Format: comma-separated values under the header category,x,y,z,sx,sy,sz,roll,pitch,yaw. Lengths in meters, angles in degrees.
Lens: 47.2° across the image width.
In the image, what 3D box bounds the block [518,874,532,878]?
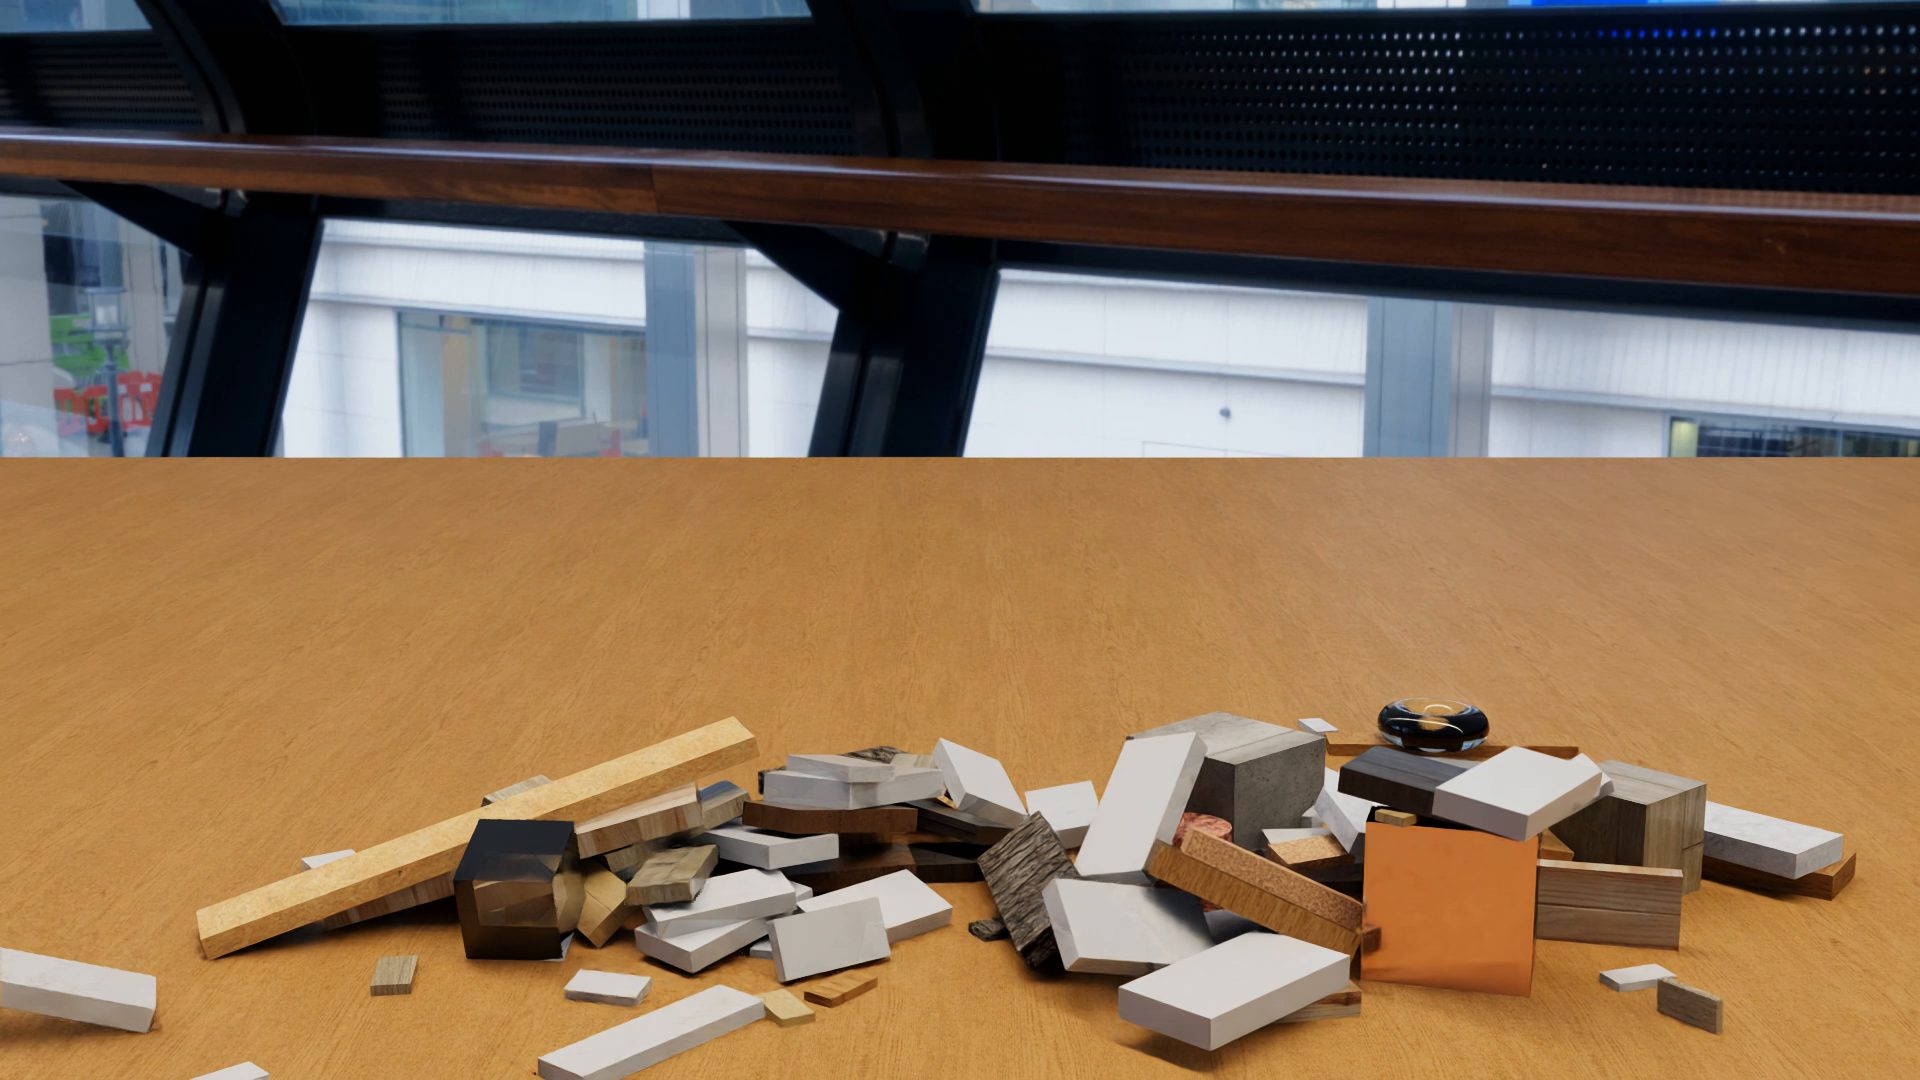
category,x,y,z,sx,sy,sz,roll,pitch,yaw
block,-0.813,0.547,3.692,0.177,0.025,0.089,-3,11,-14

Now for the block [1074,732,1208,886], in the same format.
category,x,y,z,sx,sy,sz,roll,pitch,yaw
block,0.291,0.439,3.558,0.143,0.041,0.286,-12,37,39

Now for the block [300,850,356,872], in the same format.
category,x,y,z,sx,sy,sz,roll,pitch,yaw
block,-1.043,0.567,3.724,0.089,0.025,0.177,-7,13,-34

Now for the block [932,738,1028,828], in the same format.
category,x,y,z,sx,sy,sz,roll,pitch,yaw
block,0.034,0.446,4.018,0.127,0.036,0.254,23,11,-17

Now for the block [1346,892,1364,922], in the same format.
category,x,y,z,sx,sy,sz,roll,pitch,yaw
block,0.723,0.592,3.578,0.211,0.030,0.105,1,11,6

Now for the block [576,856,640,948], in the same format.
category,x,y,z,sx,sy,sz,roll,pitch,yaw
block,-0.587,0.575,3.514,0.101,0.029,0.202,-46,28,-16

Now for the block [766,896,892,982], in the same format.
category,x,y,z,sx,sy,sz,roll,pitch,yaw
block,-0.198,0.604,3.332,0.184,0.092,0.026,-7,-11,-33

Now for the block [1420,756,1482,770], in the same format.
category,x,y,z,sx,sy,sz,roll,pitch,yaw
block,0.775,0.368,3.535,0.121,0.034,0.241,4,-4,-1

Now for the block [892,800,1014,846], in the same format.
category,x,y,z,sx,sy,sz,roll,pitch,yaw
block,-0.034,0.487,3.839,0.230,0.033,0.115,13,-1,35

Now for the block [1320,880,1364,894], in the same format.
category,x,y,z,sx,sy,sz,roll,pitch,yaw
block,0.684,0.547,3.654,0.211,0.030,0.105,-4,11,-22

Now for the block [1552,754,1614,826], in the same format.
category,x,y,z,sx,sy,sz,roll,pitch,yaw
block,0.976,0.424,3.621,0.177,0.025,0.089,-28,30,-4

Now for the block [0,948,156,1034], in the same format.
category,x,y,z,sx,sy,sz,roll,pitch,yaw
block,-1.275,0.633,3.113,0.257,0.036,0.128,16,4,-21

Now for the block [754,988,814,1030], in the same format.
category,x,y,z,sx,sy,sz,roll,pitch,yaw
block,-0.254,0.675,3.169,0.051,0.015,0.103,-6,12,-29

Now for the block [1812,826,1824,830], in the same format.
category,x,y,z,sx,sy,sz,roll,pitch,yaw
block,1.429,0.508,3.905,0.095,0.027,0.189,9,-2,-19

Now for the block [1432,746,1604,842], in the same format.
category,x,y,z,sx,sy,sz,roll,pitch,yaw
block,0.811,0.365,3.191,0.140,0.040,0.280,15,17,35

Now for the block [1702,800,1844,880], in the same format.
category,x,y,z,sx,sy,sz,roll,pitch,yaw
block,1.327,0.505,3.767,0.154,0.044,0.308,-9,14,-40

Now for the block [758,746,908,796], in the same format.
category,x,y,z,sx,sy,sz,roll,pitch,yaw
block,-0.220,0.459,4.255,0.304,0.043,0.152,-8,13,-37

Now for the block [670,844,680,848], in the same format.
category,x,y,z,sx,sy,sz,roll,pitch,yaw
block,-0.436,0.548,3.686,0.149,0.075,0.021,-2,3,-9

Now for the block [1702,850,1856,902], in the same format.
category,x,y,z,sx,sy,sz,roll,pitch,yaw
block,1.358,0.548,3.778,0.308,0.044,0.154,7,13,35

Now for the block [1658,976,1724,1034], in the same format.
category,x,y,z,sx,sy,sz,roll,pitch,yaw
block,1.041,0.663,3.135,0.014,0.050,0.101,-12,15,-33

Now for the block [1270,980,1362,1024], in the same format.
category,x,y,z,sx,sy,sz,roll,pitch,yaw
block,0.431,0.659,3.193,0.267,0.038,0.134,-2,11,-12

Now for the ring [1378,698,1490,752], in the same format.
category,x,y,z,sx,sy,sz,roll,pitch,yaw
ring,0.964,0.377,4.481,0.225,0.075,0.225,1,9,0

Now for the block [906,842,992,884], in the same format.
category,x,y,z,sx,sy,sz,roll,pitch,yaw
block,-0.054,0.554,3.773,0.230,0.033,0.115,-1,11,-6

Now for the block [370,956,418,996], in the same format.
category,x,y,z,sx,sy,sz,roll,pitch,yaw
block,-0.846,0.652,3.292,0.058,0.016,0.115,-1,11,-8

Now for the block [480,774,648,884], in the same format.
category,x,y,z,sx,sy,sz,roll,pitch,yaw
block,-0.653,0.505,3.726,0.298,0.042,0.149,28,22,22

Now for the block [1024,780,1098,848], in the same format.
category,x,y,z,sx,sy,sz,roll,pitch,yaw
block,0.191,0.501,3.993,0.127,0.036,0.254,-10,11,0

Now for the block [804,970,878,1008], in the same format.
category,x,y,z,sx,sy,sz,roll,pitch,yaw
block,-0.175,0.662,3.243,0.053,0.015,0.105,8,13,36

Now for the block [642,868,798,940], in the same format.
category,x,y,z,sx,sy,sz,roll,pitch,yaw
block,-0.374,0.560,3.409,0.219,0.031,0.109,-10,18,-19

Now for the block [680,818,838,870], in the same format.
category,x,y,z,sx,sy,sz,roll,pitch,yaw
block,-0.329,0.492,3.586,0.133,0.038,0.265,-4,3,-38

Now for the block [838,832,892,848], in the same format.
category,x,y,z,sx,sy,sz,roll,pitch,yaw
block,-0.274,0.519,3.795,0.304,0.043,0.152,-6,1,-6

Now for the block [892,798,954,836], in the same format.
category,x,y,z,sx,sy,sz,roll,pitch,yaw
block,-0.081,0.490,4.090,0.304,0.043,0.152,-8,13,-37

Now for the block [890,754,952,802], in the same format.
category,x,y,z,sx,sy,sz,roll,pitch,yaw
block,-0.076,0.451,4.081,0.127,0.036,0.254,1,11,7

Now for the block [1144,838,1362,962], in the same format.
category,x,y,z,sx,sy,sz,roll,pitch,yaw
block,0.440,0.545,3.332,0.323,0.046,0.162,24,-3,3

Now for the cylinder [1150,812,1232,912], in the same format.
category,x,y,z,sx,sy,sz,roll,pitch,yaw
cylinder,0.370,0.534,3.582,0.142,0.142,0.142,0,11,0

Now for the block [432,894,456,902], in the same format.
category,x,y,z,sx,sy,sz,roll,pitch,yaw
block,-0.832,0.575,3.681,0.177,0.025,0.089,-2,11,-10

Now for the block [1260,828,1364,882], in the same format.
category,x,y,z,sx,sy,sz,roll,pitch,yaw
block,0.620,0.515,3.606,0.230,0.033,0.115,0,22,-12

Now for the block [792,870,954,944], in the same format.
category,x,y,z,sx,sy,sz,roll,pitch,yaw
block,-0.137,0.591,3.478,0.234,0.033,0.117,-10,32,-43
